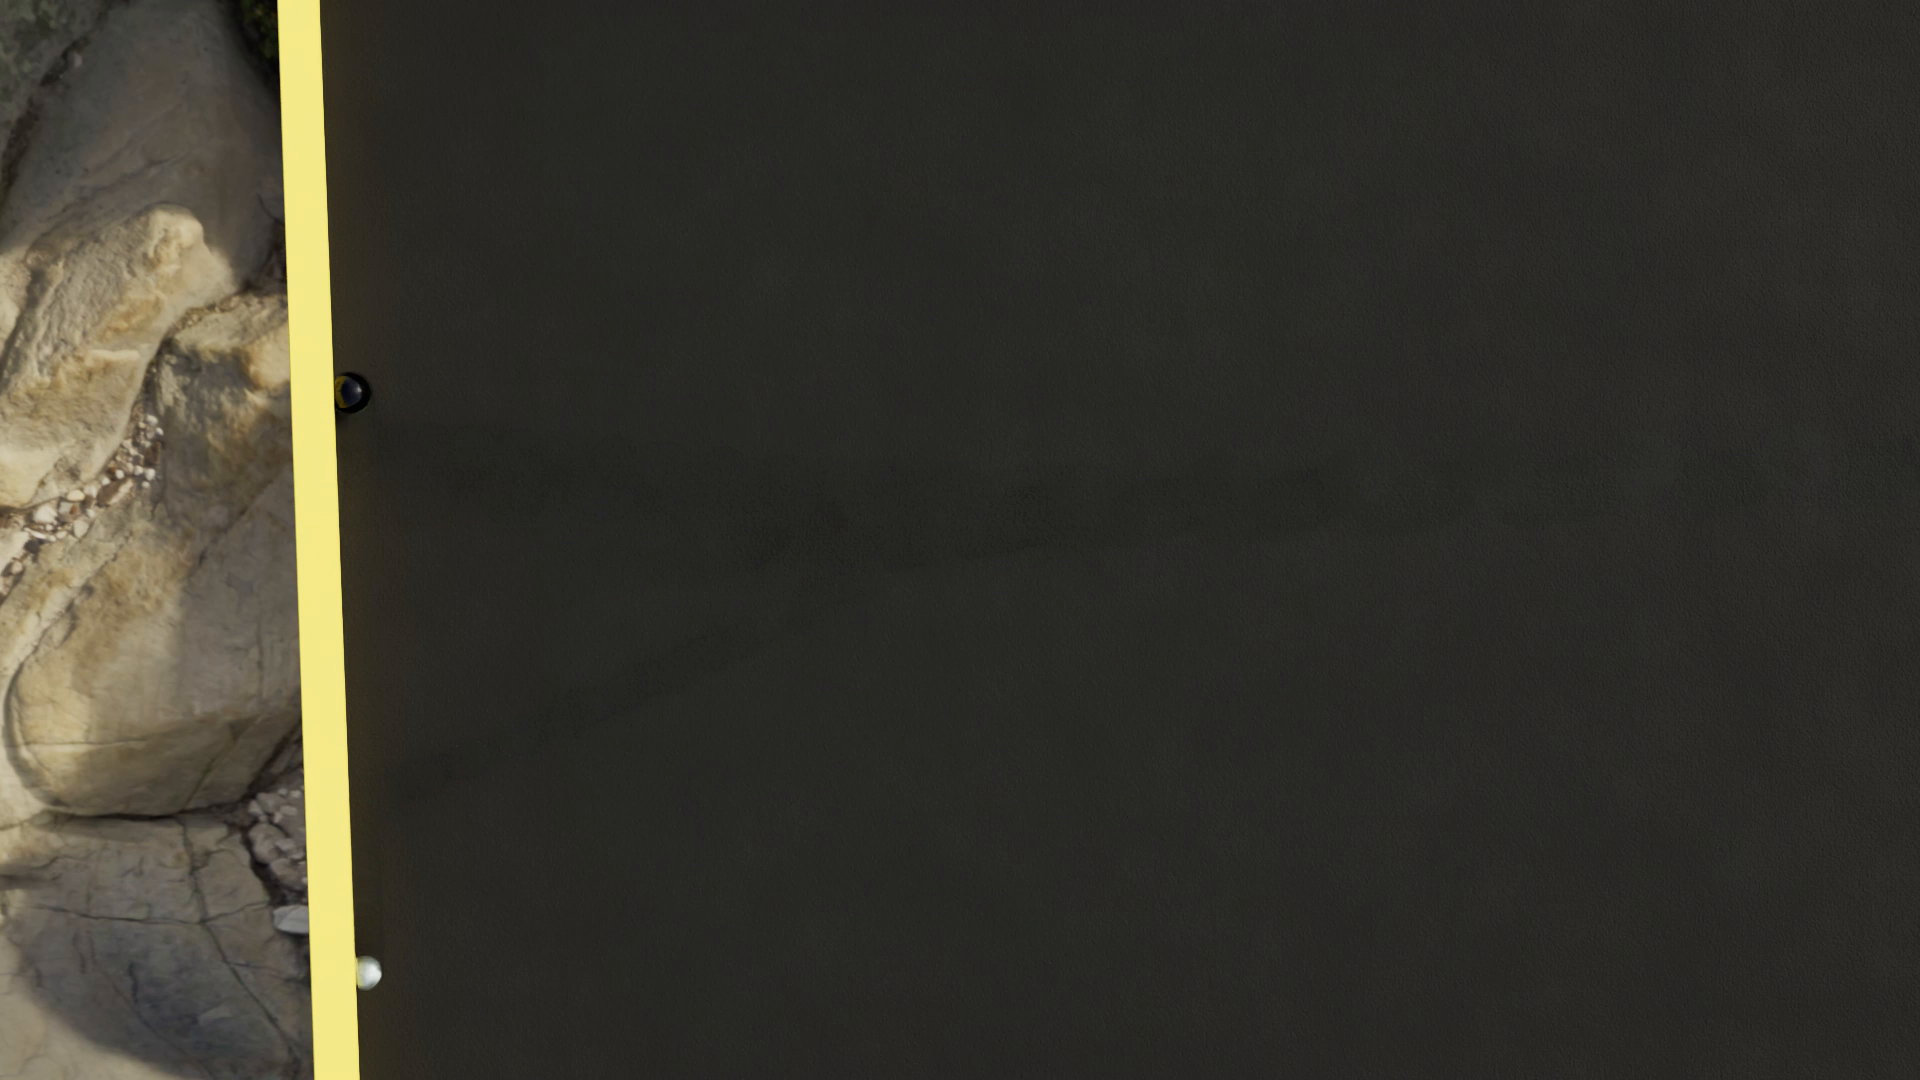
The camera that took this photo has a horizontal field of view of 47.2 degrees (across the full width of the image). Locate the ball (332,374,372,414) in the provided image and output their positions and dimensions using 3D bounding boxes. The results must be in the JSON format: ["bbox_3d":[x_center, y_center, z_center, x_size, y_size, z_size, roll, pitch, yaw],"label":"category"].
[{"bbox_3d":[-0.916,-0.220,3.303,0.060,0.060,0.060,0,82,0],"label":"ball"}]

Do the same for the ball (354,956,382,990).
[{"bbox_3d":[-0.863,0.627,3.188,0.048,0.048,0.048,0,82,0],"label":"ball"}]

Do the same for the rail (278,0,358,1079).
[{"bbox_3d":[-0.933,0.066,3.231,0.045,0.121,2.046,-4,82,-1],"label":"rail"}]
